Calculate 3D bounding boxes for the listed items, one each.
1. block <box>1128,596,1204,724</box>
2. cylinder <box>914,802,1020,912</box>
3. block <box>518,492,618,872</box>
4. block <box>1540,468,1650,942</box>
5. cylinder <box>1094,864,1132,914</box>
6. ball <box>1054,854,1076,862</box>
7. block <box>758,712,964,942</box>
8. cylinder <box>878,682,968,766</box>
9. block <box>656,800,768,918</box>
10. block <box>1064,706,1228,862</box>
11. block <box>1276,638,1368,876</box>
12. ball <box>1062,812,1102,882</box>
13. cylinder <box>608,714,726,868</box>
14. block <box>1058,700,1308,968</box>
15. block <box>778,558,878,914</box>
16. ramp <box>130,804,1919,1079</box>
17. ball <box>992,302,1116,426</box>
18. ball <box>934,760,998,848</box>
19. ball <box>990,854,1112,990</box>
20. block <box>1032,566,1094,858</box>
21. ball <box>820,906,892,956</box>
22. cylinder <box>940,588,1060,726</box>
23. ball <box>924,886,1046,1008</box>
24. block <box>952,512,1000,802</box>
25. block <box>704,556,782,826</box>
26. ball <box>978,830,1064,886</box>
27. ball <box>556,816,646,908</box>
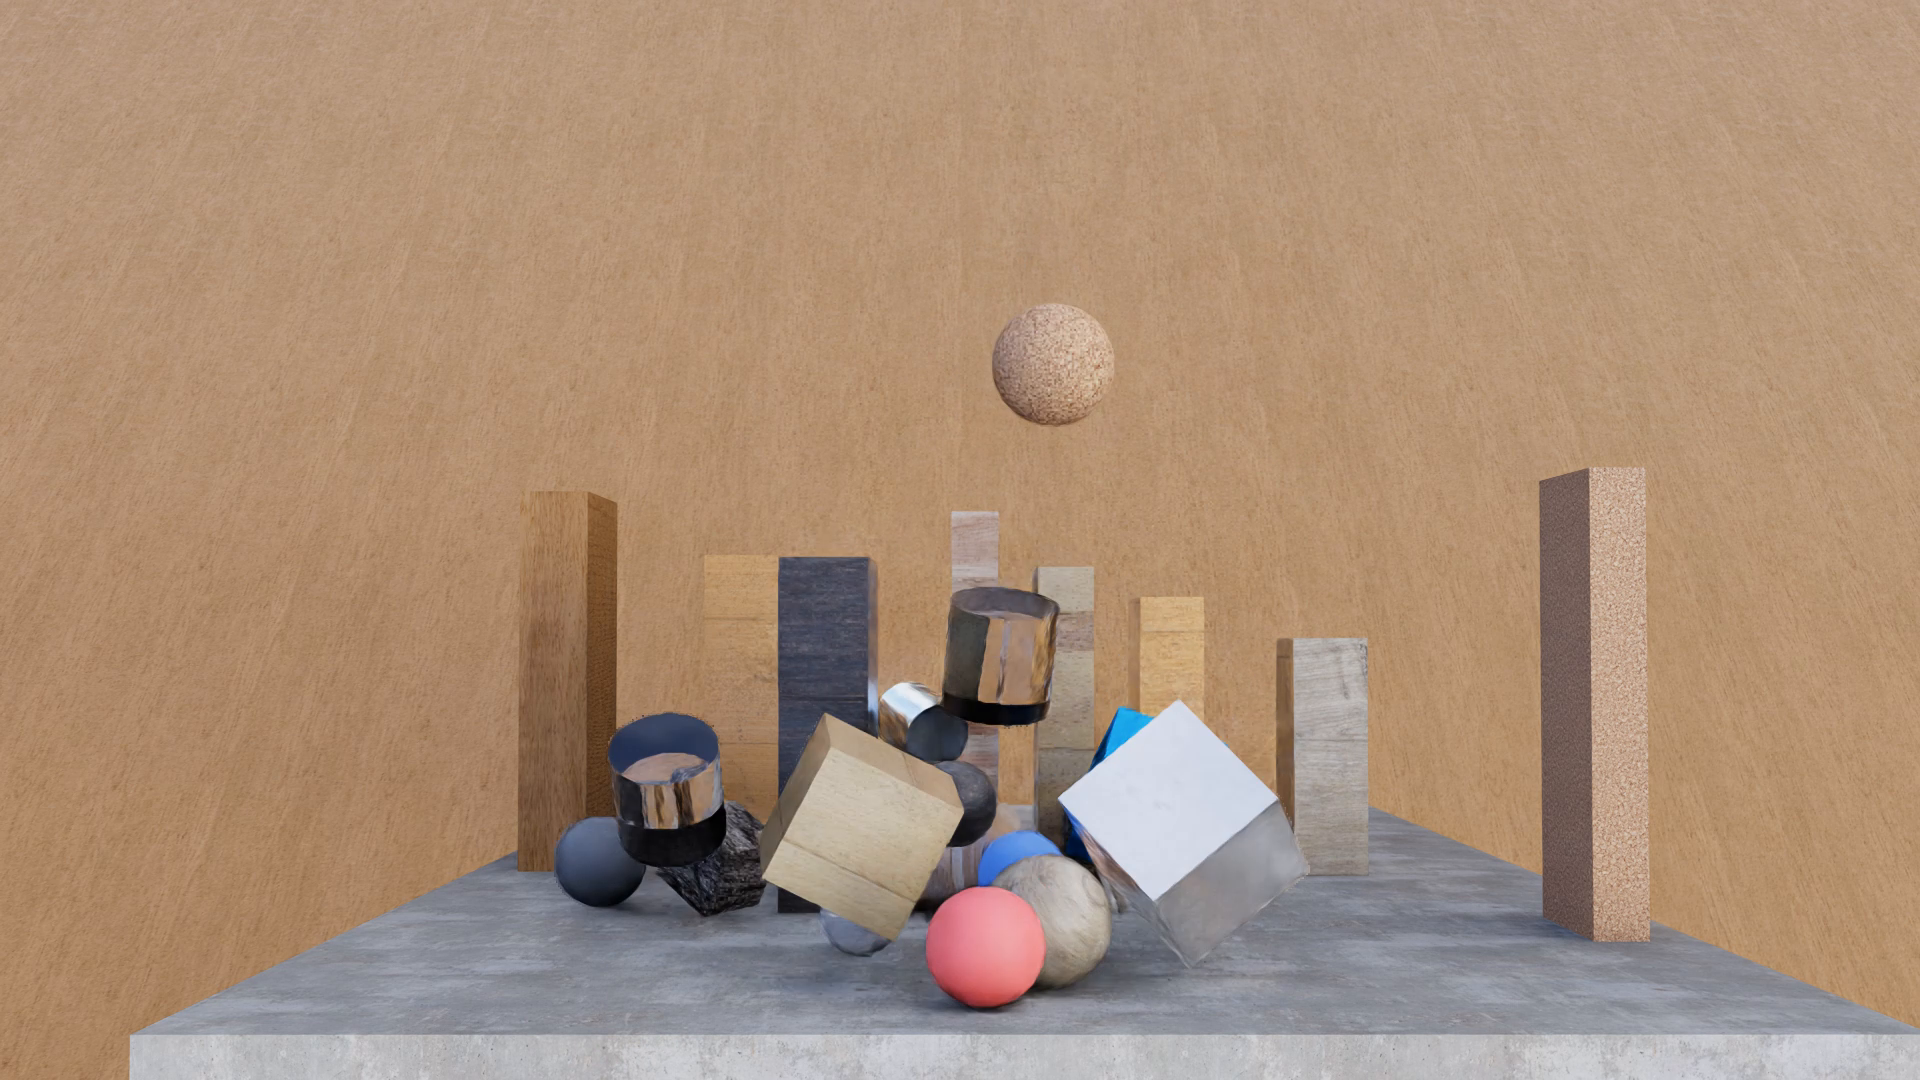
[{"bbox_3d":[0.457,0.394,5.782,0.136,0.529,0.398,0,-2,0],"label":"block"},{"bbox_3d":[-0.013,0.509,4.181,0.177,0.177,0.177,-1,34,23],"label":"cylinder"},{"bbox_3d":[-0.771,0.275,5.137,0.129,0.719,0.428,0,-2,0],"label":"block"},{"bbox_3d":[0.960,0.244,3.949,0.082,0.689,0.330,0,-2,0],"label":"block"},{"bbox_3d":[0.271,0.439,3.761,0.156,0.156,0.156,-22,39,-4],"label":"cylinder"},{"bbox_3d":[0.124,0.505,3.592,0.142,0.142,0.142,0,36,0],"label":"ball"},{"bbox_3d":[-0.130,0.367,3.348,0.189,0.189,0.189,27,6,-9],"label":"block"},{"bbox_3d":[-0.072,0.340,4.757,0.129,0.129,0.129,-18,24,-23],"label":"cylinder"},{"bbox_3d":[-0.382,0.504,4.125,0.121,0.121,0.121,37,26,33],"label":"block"},{"bbox_3d":[0.317,0.442,4.444,0.195,0.195,0.195,20,56,0],"label":"block"},{"bbox_3d":[0.688,0.407,4.951,0.137,0.440,0.267,0,-2,0],"label":"block"},{"bbox_3d":[0.286,0.511,4.638,0.209,0.209,0.209,0,36,0],"label":"ball"},{"bbox_3d":[-0.438,0.376,3.904,0.164,0.164,0.164,-1,36,1],"label":"cylinder"},{"bbox_3d":[0.292,0.383,3.387,0.205,0.205,0.205,-38,53,-8],"label":"block"},{"bbox_3d":[-0.218,0.321,4.376,0.145,0.570,0.425,0,-2,0],"label":"block"},{"bbox_3d":[0.079,0.675,4.880,2.000,0.100,4.000,0,-2,0],"label":"ramp"},{"bbox_3d":[0.121,-0.226,3.355,0.159,0.159,0.159,0,36,0],"label":"ball"},{"bbox_3d":[-0.009,0.373,3.675,0.123,0.123,0.123,0,36,0],"label":"ball"},{"bbox_3d":[0.107,0.479,3.261,0.168,0.168,0.168,0,36,0],"label":"ball"},{"bbox_3d":[0.193,0.340,4.901,0.102,0.571,0.319,0,-2,0],"label":"block"},{"bbox_3d":[-0.137,0.519,3.612,0.115,0.115,0.115,0,36,0],"label":"ball"},{"bbox_3d":[0.071,0.207,4.649,0.196,0.196,0.196,5,15,-1],"label":"cylinder"},{"bbox_3d":[0.030,0.485,3.100,0.144,0.144,0.144,0,36,0],"label":"ball"},{"bbox_3d":[0.034,0.306,6.080,0.109,0.729,0.323,0,-2,0],"label":"block"},{"bbox_3d":[-0.440,0.341,5.408,0.149,0.608,0.368,0,-2,0],"label":"block"},{"bbox_3d":[0.097,0.522,4.031,0.141,0.141,0.141,0,36,0],"label":"ball"},{"bbox_3d":[-0.588,0.527,4.261,0.149,0.149,0.149,0,36,0],"label":"ball"}]
